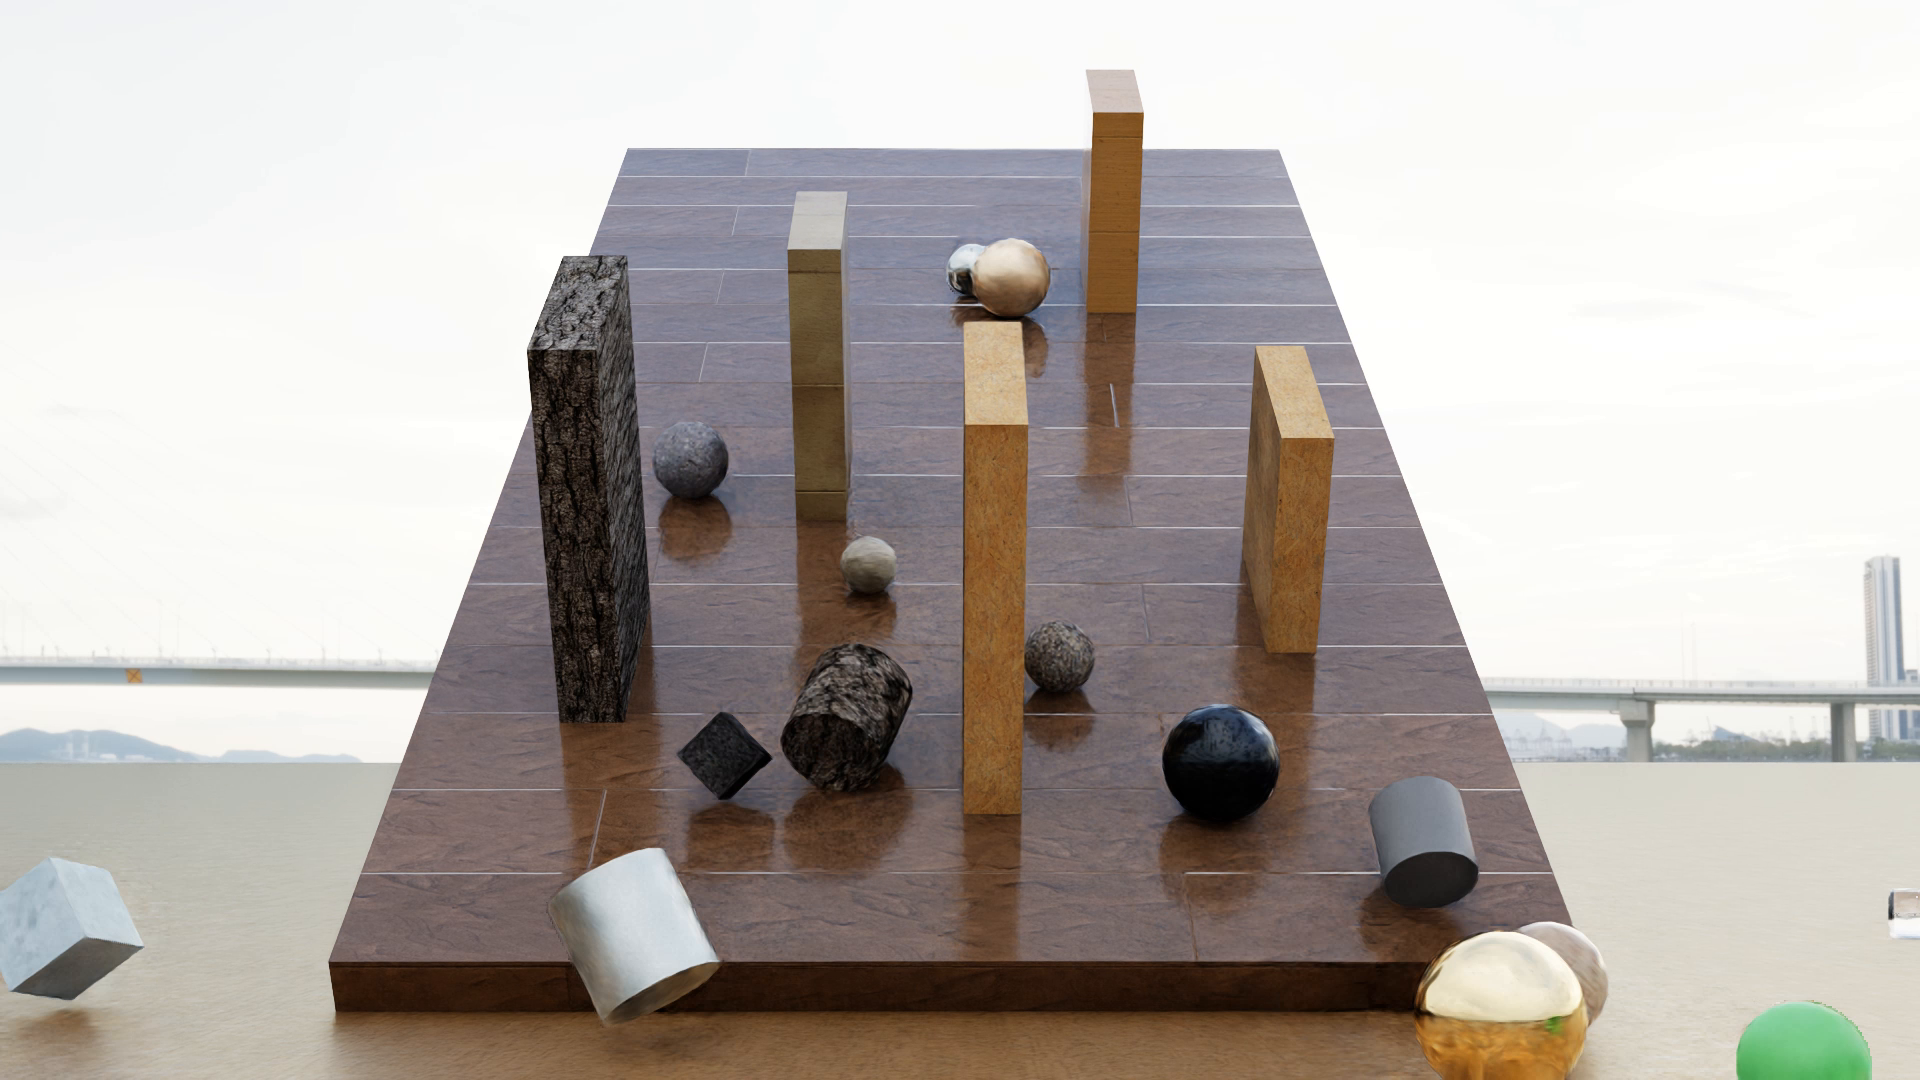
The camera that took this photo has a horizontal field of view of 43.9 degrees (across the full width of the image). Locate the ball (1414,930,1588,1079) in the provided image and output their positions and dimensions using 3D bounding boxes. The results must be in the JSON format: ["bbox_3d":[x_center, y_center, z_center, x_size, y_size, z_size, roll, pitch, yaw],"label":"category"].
[{"bbox_3d":[0.641,0.565,2.828,0.202,0.202,0.202,0,-5,0],"label":"ball"}]

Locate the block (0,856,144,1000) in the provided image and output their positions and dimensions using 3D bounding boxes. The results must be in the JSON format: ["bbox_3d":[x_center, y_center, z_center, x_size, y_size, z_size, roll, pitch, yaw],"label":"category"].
[{"bbox_3d":[-1.463,0.633,3.878,0.154,0.154,0.154,-36,-23,5],"label":"block"}]

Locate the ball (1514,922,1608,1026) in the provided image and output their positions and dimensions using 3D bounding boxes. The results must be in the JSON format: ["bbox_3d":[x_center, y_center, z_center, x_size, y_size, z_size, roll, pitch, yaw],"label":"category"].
[{"bbox_3d":[0.851,0.638,3.450,0.169,0.169,0.169,0,-5,0],"label":"ball"}]

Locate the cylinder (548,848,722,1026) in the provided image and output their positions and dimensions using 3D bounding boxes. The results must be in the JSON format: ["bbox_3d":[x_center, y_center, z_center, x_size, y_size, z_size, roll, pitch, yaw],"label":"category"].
[{"bbox_3d":[-0.453,0.551,3.316,0.179,0.179,0.179,-27,-17,-9],"label":"cylinder"}]

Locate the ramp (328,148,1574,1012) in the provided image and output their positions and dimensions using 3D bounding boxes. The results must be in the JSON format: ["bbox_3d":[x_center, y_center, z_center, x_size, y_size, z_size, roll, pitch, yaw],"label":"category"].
[{"bbox_3d":[-0.011,-0.223,5.579,2.000,0.100,4.000,0,28,0],"label":"ramp"}]

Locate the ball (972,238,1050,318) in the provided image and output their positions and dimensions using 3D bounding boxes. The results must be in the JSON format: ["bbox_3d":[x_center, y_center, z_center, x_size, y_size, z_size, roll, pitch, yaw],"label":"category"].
[{"bbox_3d":[0.130,-0.669,6.100,0.202,0.202,0.202,0,-5,0],"label":"ball"}]

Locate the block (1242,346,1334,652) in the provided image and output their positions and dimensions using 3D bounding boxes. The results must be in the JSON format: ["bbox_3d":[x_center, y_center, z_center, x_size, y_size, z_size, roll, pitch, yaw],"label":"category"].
[{"bbox_3d":[0.645,-0.086,4.724,0.098,0.462,0.432,0,28,0],"label":"block"}]

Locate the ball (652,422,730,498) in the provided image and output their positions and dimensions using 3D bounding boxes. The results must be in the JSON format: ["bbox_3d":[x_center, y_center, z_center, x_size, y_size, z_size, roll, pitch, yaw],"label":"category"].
[{"bbox_3d":[-0.588,-0.175,5.200,0.168,0.168,0.168,0,-5,0],"label":"ball"}]

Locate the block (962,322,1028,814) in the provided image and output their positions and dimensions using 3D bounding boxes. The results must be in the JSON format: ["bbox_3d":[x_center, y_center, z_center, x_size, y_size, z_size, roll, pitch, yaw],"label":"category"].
[{"bbox_3d":[0.057,0.048,4.163,0.100,0.748,0.422,0,28,0],"label":"block"}]

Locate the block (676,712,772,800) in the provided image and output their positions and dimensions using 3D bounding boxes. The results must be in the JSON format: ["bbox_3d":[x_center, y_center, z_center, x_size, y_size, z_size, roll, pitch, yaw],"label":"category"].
[{"bbox_3d":[-0.408,0.375,4.142,0.107,0.107,0.107,-44,-8,-2],"label":"block"}]

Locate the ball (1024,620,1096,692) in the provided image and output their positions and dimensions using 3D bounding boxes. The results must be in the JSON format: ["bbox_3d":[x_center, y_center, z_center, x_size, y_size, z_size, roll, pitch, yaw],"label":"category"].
[{"bbox_3d":[0.187,0.220,4.493,0.136,0.136,0.136,0,-5,0],"label":"ball"}]

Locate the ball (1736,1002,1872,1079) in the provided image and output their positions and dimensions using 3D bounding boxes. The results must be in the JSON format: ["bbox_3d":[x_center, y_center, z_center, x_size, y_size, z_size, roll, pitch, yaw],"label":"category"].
[{"bbox_3d":[0.921,0.576,2.607,0.140,0.140,0.140,0,-5,0],"label":"ball"}]

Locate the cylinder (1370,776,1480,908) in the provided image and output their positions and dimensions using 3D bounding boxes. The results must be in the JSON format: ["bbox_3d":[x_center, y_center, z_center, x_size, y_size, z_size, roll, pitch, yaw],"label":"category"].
[{"bbox_3d":[0.760,0.497,3.914,0.154,0.154,0.154,-2,-45,-2],"label":"cylinder"}]

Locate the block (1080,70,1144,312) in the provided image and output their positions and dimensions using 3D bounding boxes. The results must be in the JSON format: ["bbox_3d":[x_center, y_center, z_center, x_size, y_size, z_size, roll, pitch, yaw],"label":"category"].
[{"bbox_3d":[0.392,-0.910,6.201,0.128,0.535,0.364,0,28,0],"label":"block"}]

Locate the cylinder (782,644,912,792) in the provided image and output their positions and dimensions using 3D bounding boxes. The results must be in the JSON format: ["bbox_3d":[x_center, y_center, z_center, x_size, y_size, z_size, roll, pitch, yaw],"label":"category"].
[{"bbox_3d":[-0.199,0.314,4.226,0.185,0.185,0.185,-2,37,21],"label":"cylinder"}]

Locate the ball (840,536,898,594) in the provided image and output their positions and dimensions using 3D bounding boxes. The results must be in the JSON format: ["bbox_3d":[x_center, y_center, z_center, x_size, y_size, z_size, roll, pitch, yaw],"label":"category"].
[{"bbox_3d":[-0.185,0.051,4.832,0.115,0.115,0.115,0,-5,0],"label":"ball"}]

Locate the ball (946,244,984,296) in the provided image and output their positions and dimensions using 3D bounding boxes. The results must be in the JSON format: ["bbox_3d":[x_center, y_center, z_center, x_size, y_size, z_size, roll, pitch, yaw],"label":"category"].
[{"bbox_3d":[0.033,-0.705,6.237,0.137,0.137,0.137,0,-5,0],"label":"ball"}]

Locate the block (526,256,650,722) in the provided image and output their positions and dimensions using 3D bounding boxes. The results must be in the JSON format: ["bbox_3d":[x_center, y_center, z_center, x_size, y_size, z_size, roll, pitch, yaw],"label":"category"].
[{"bbox_3d":[-0.681,-0.097,4.430,0.119,0.749,0.442,0,28,0],"label":"block"}]

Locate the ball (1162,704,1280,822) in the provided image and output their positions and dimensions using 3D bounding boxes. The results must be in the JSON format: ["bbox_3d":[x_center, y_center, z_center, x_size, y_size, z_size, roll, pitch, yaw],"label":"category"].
[{"bbox_3d":[0.450,0.384,4.113,0.203,0.203,0.203,0,-5,0],"label":"ball"}]

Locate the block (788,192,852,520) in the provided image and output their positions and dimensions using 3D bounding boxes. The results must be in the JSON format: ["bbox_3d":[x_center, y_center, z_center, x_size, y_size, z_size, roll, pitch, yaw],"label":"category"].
[{"bbox_3d":[-0.298,-0.398,5.140,0.109,0.619,0.345,0,28,0],"label":"block"}]
